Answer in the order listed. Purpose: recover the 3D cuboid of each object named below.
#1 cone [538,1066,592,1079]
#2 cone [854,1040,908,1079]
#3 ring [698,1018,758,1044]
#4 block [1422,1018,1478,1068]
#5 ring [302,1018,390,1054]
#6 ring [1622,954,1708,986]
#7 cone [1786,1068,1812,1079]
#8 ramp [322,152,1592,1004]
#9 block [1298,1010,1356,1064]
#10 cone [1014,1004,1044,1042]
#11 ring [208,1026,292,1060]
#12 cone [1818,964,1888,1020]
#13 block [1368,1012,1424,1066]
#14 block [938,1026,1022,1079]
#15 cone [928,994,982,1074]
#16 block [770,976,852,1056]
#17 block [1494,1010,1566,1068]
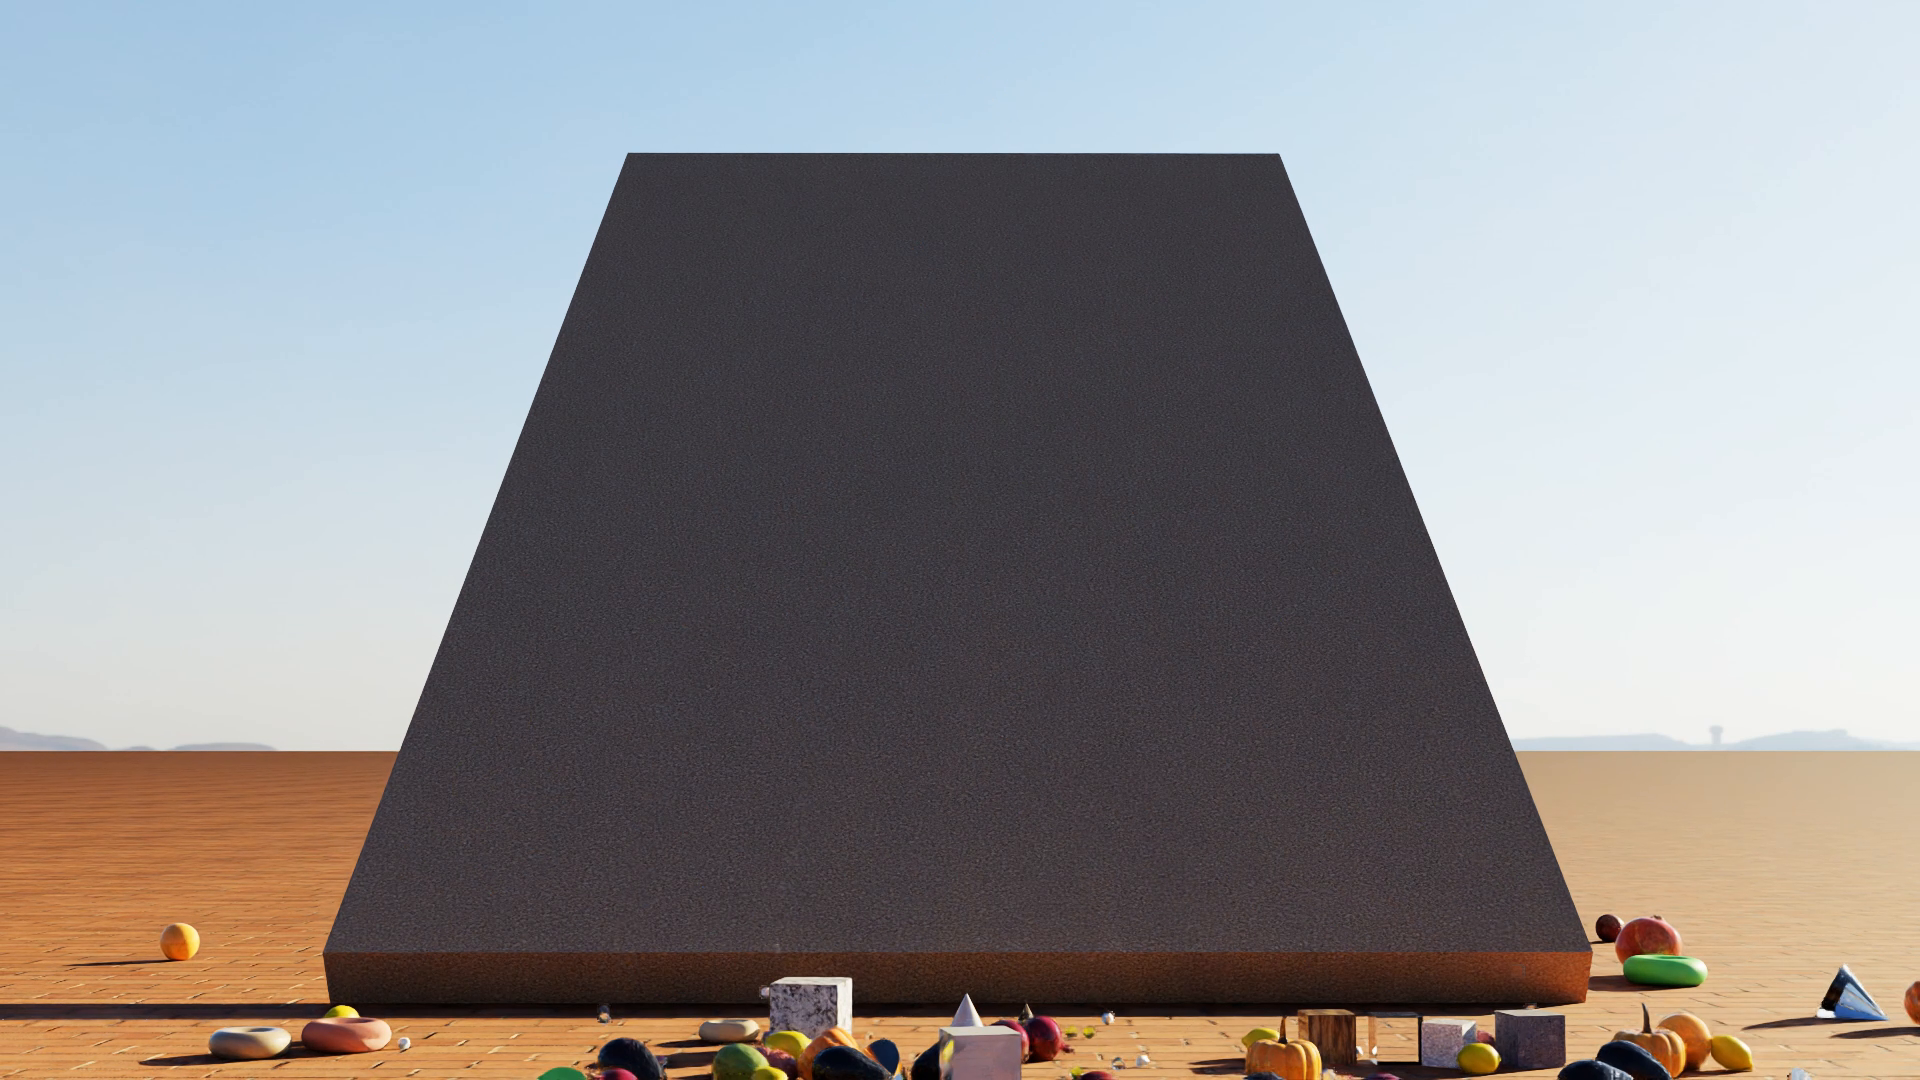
[{"bbox_3d":[-0.426,0.619,2.587,0.070,0.070,0.070,0,-36,4],"label":"cone"},{"bbox_3d":[-0.079,0.642,2.845,0.067,0.067,0.067,-4,-33,42],"label":"cone"},{"bbox_3d":[-0.321,0.682,3.301,0.084,0.028,0.084,-1,-6,0],"label":"ring"},{"bbox_3d":[0.630,0.648,3.058,0.055,0.055,0.055,-3,-6,31],"label":"block"},{"bbox_3d":[-0.829,0.669,3.210,0.118,0.039,0.118,1,-5,0],"label":"ring"},{"bbox_3d":[1.213,0.741,4.088,0.140,0.047,0.140,1,-5,0],"label":"ring"},{"bbox_3d":[0.935,0.631,2.687,0.052,0.052,0.052,5,-34,-45],"label":"cone"},{"bbox_3d":[-0.011,-0.225,5.540,2.000,0.100,4.000,0,27,0],"label":"ramp"},{"bbox_3d":[0.479,0.647,3.098,0.062,0.062,0.062,0,-5,-4],"label":"block"},{"bbox_3d":[0.093,0.673,3.324,0.050,0.050,0.050,0,-5,0],"label":"cone"},{"bbox_3d":[-0.938,0.665,3.140,0.107,0.036,0.107,1,-6,0],"label":"ring"},{"bbox_3d":[1.352,0.699,3.567,0.090,0.090,0.090,28,10,29],"label":"cone"},{"bbox_3d":[0.566,0.647,3.086,0.061,0.061,0.061,0,-5,0],"label":"block"},{"bbox_3d":[0.023,0.609,2.751,0.080,0.080,0.080,1,-5,-12],"label":"block"},{"bbox_3d":[0.008,0.622,3.012,0.097,0.097,0.097,0,-5,0],"label":"cone"},{"bbox_3d":[-0.200,0.641,3.205,0.093,0.093,0.093,-1,-5,9],"label":"block"},{"bbox_3d":[0.734,0.642,3.060,0.066,0.066,0.066,1,-5,-13],"label":"block"}]
